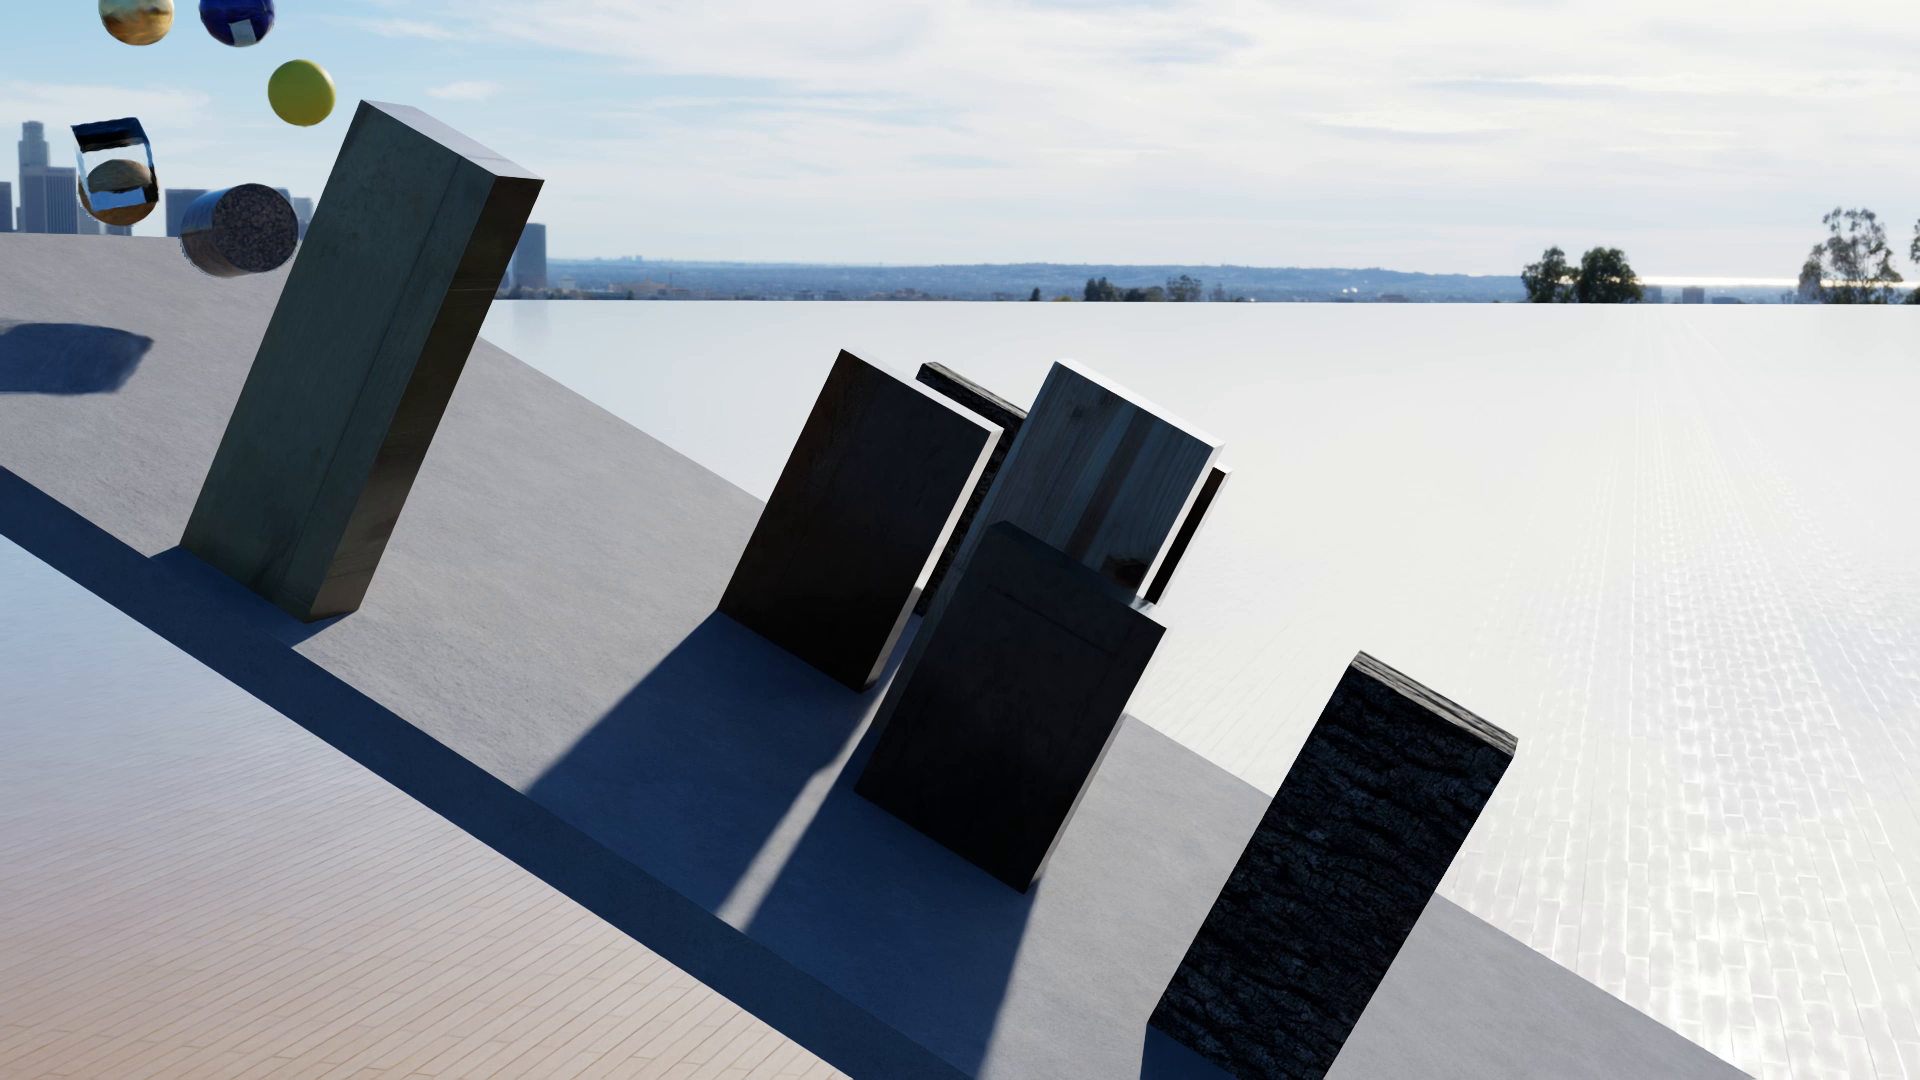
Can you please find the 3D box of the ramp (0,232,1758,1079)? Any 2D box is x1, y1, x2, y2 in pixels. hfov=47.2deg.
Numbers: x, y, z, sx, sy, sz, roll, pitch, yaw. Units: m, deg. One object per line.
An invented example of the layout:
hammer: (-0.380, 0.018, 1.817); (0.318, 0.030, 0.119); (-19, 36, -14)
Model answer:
ramp: (-0.229, 0.382, 4.151); (4.000, 0.100, 2.000); (30, 14, 12)

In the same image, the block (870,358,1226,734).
block: (0.157, 0.087, 4.086); (0.330, 0.781, 0.115); (30, 14, 12)

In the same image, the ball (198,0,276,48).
ball: (-1.383, -1.015, 4.210); (0.142, 0.142, 0.142); (0, 7, 0)

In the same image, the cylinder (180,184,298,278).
cylinder: (-1.448, -0.621, 4.420); (0.176, 0.176, 0.176); (-5, 6, -38)

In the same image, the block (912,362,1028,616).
block: (-0.070, -0.115, 4.970); (0.260, 0.509, 0.101); (30, 14, 12)

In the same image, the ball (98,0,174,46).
ball: (-1.668, -1.074, 4.455); (0.144, 0.144, 0.144); (0, 7, 0)

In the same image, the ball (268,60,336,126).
ball: (-1.293, -0.878, 4.320); (0.130, 0.130, 0.130); (0, 7, 0)

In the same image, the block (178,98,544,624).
block: (-0.933, -0.272, 3.417); (0.252, 0.768, 0.149); (30, 14, 12)

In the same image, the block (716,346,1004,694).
block: (-0.199, -0.039, 4.301); (0.338, 0.584, 0.087); (30, 14, 12)

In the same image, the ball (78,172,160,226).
ball: (-1.631, -0.684, 4.263); (0.149, 0.149, 0.149); (0, 7, 0)

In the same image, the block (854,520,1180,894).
block: (0.093, 0.285, 3.775); (0.347, 0.531, 0.104); (30, 14, 12)

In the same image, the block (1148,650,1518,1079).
block: (0.585, 0.539, 3.468); (0.279, 0.670, 0.144); (30, 14, 12)

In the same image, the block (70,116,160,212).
block: (-1.579, -0.704, 4.110); (0.119, 0.119, 0.119); (-14, 40, -24)

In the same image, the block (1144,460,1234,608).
block: (0.255, 0.096, 4.415); (0.287, 0.694, 0.082); (30, 14, 12)
